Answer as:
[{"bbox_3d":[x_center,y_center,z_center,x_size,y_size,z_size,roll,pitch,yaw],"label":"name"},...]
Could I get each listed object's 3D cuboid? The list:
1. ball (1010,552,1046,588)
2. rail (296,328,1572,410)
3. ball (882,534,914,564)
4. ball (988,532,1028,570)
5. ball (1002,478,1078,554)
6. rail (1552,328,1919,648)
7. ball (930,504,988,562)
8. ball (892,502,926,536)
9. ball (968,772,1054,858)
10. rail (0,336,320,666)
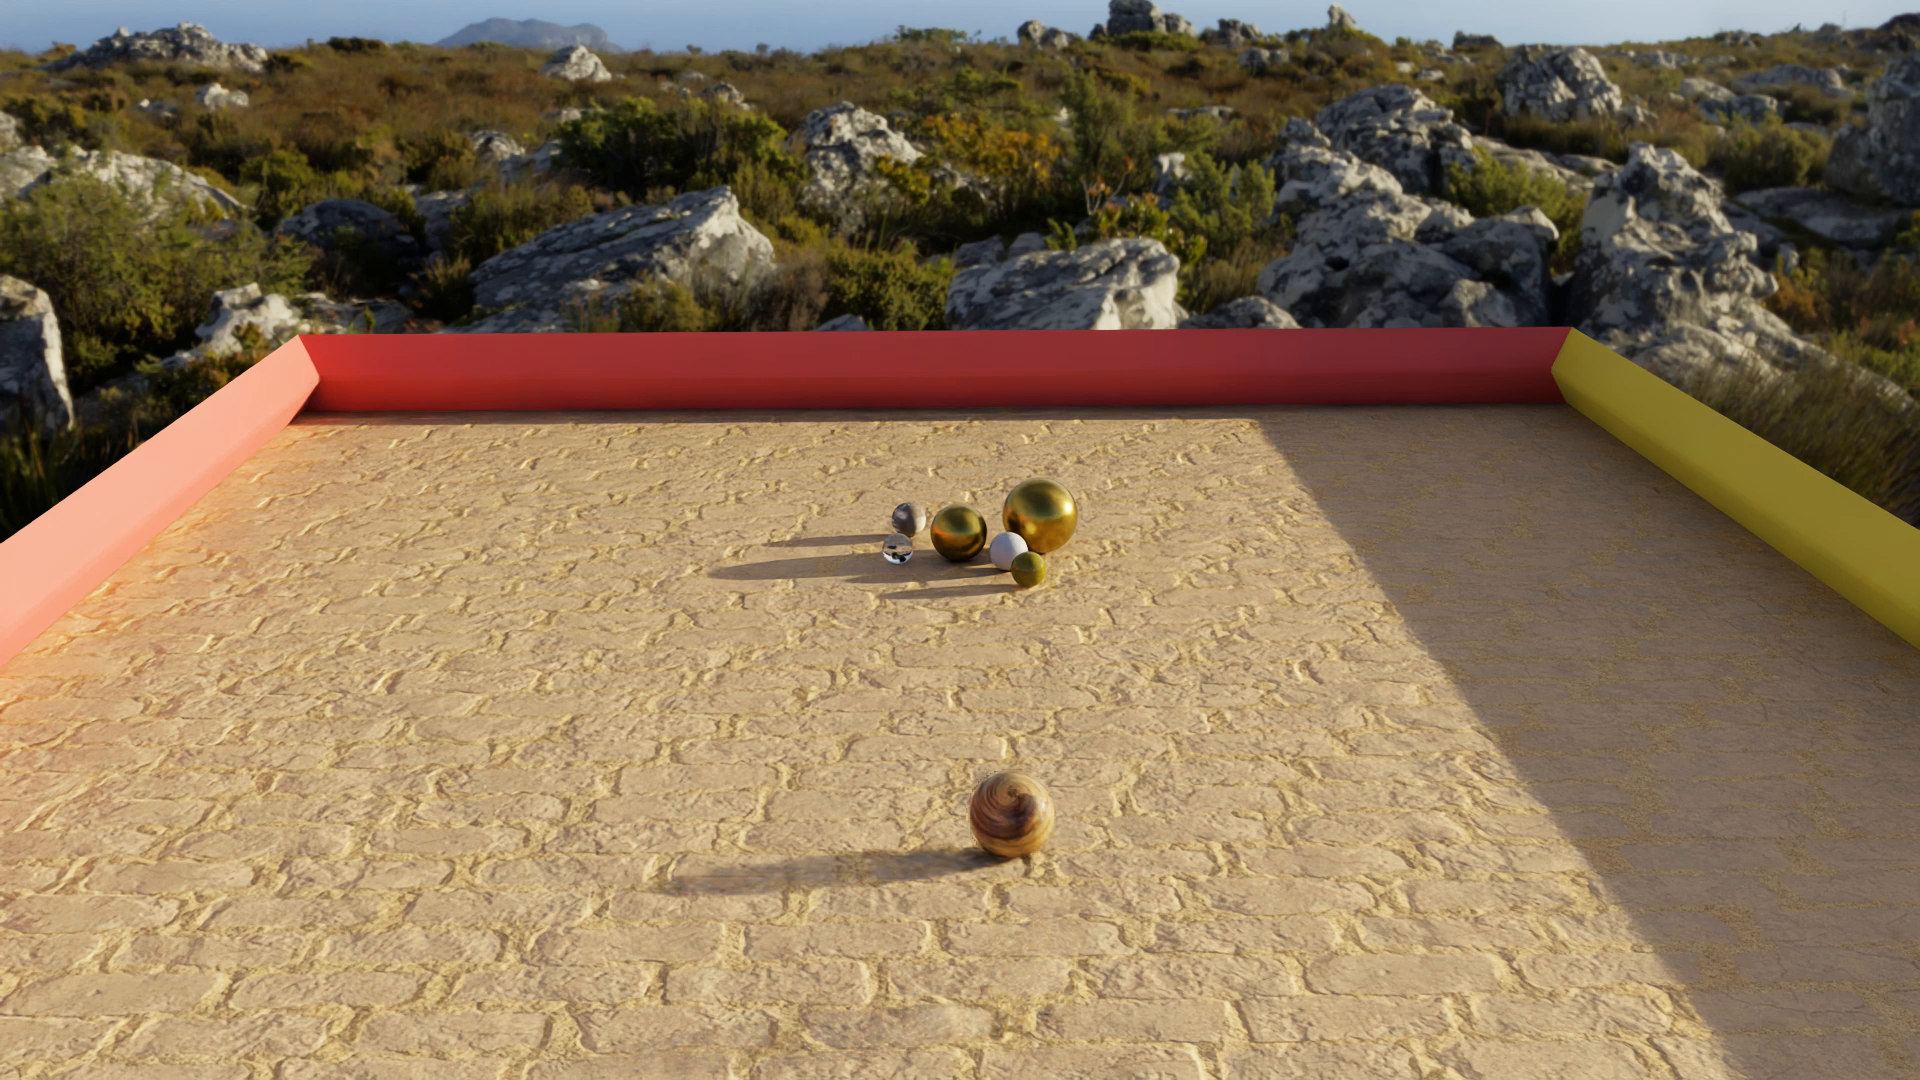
[{"bbox_3d":[0.085,0.036,2.721,0.045,0.045,0.045,0,16,0],"label":"ball"},{"bbox_3d":[-0.031,-0.284,3.702,2.152,0.129,0.045,-1,16,-2],"label":"rail"},{"bbox_3d":[-0.080,0.011,2.819,0.040,0.040,0.040,0,16,0],"label":"ball"},{"bbox_3d":[0.061,0.015,2.790,0.049,0.049,0.049,0,16,0],"label":"ball"},{"bbox_3d":[0.104,-0.032,2.862,0.099,0.099,0.099,0,16,0],"label":"ball"},{"bbox_3d":[1.084,0.211,1.938,0.045,0.129,3.787,-1,16,-2],"label":"rail"},{"bbox_3d":[-0.001,-0.010,2.831,0.074,0.074,0.074,0,16,0],"label":"ball"},{"bbox_3d":[-0.069,-0.027,2.945,0.046,0.046,0.046,0,16,0],"label":"ball"},{"bbox_3d":[0.045,0.241,1.933,0.076,0.076,0.076,0,16,0],"label":"ball"},{"bbox_3d":[-1.019,0.231,1.869,0.045,0.129,3.787,-1,16,-2],"label":"rail"}]
